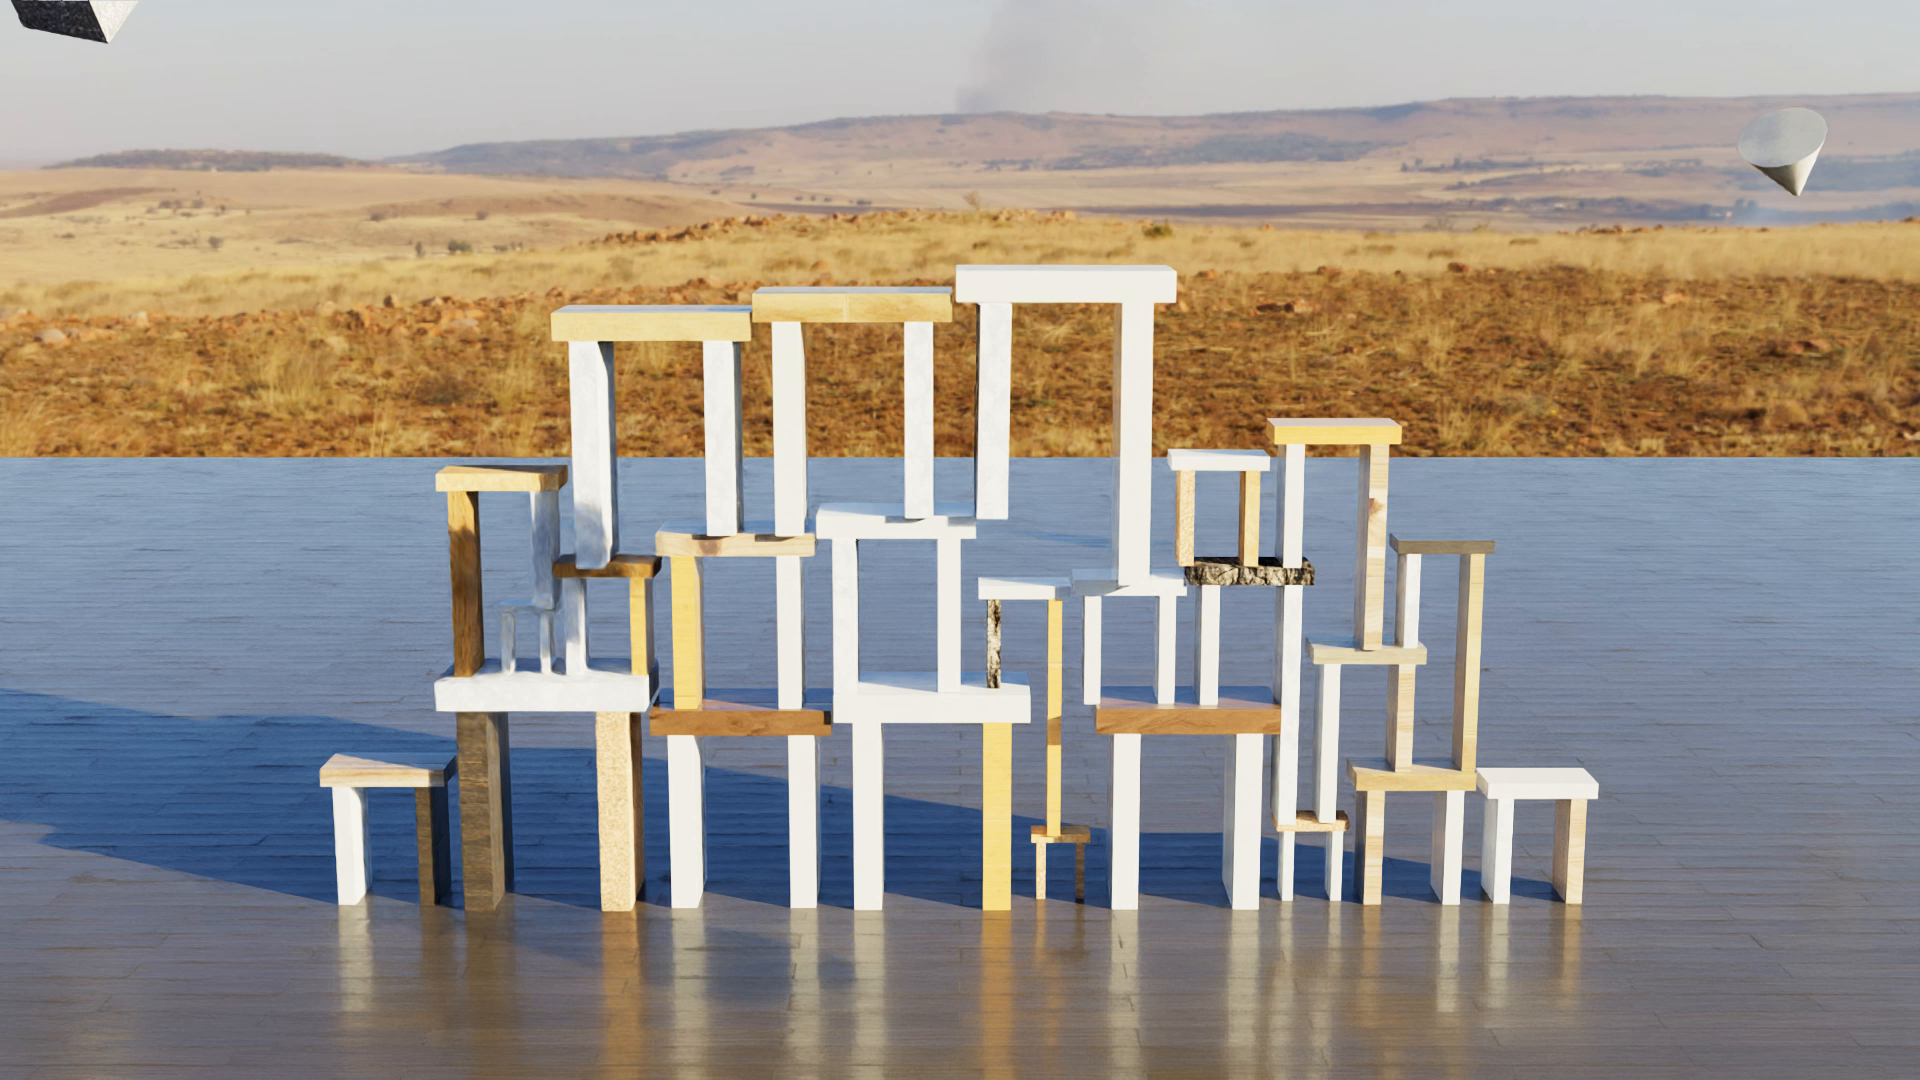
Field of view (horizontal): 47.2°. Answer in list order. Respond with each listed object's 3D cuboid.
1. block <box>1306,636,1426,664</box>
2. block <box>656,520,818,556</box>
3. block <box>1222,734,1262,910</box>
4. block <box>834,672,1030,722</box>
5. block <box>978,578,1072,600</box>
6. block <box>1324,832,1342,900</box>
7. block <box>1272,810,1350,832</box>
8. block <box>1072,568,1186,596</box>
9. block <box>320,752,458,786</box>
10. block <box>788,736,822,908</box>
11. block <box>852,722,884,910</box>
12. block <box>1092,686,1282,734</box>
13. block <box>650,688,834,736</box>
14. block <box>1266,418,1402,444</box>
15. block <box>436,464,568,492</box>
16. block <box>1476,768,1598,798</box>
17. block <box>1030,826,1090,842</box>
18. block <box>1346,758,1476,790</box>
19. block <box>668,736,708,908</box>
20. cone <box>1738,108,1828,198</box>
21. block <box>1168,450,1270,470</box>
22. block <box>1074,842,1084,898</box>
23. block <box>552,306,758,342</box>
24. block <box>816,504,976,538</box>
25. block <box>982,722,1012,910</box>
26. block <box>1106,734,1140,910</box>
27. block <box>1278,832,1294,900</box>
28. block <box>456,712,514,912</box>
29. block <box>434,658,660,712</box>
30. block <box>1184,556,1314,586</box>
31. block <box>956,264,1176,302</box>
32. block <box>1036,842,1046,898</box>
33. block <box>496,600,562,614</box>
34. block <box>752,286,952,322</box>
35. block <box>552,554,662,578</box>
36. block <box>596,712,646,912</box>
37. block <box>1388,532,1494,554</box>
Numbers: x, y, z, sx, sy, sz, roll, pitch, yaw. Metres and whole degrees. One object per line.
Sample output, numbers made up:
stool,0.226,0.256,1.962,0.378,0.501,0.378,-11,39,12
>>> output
block,0.663,0.180,3.597,0.182,0.026,0.091,0,11,0
block,-0.359,-0.003,3.562,0.252,0.036,0.126,0,11,0
block,0.467,0.445,3.641,0.042,0.296,0.148,0,11,0
block,-0.045,0.257,3.608,0.316,0.045,0.158,0,11,0
block,0.105,0.078,3.578,0.149,0.021,0.074,0,11,0
block,0.621,0.532,3.654,0.017,0.120,0.060,0,11,0
block,0.581,0.465,3.642,0.120,0.017,0.060,0,11,0
block,0.273,0.068,3.571,0.180,0.025,0.090,0,10,0
block,-0.940,0.378,3.627,0.202,0.029,0.101,0,11,0
block,-0.257,0.446,3.647,0.041,0.292,0.146,0,11,0
block,-0.150,0.435,3.641,0.045,0.316,0.158,0,11,0
block,0.368,0.279,3.610,0.296,0.042,0.148,0,11,0
block,-0.354,0.282,3.616,0.292,0.041,0.146,0,11,0
block,0.598,-0.175,3.526,0.200,0.028,0.100,0,11,0
block,-0.737,-0.100,3.545,0.193,0.027,0.097,0,10,-1
block,0.951,0.402,3.632,0.179,0.025,0.090,0,11,0
block,0.166,0.488,3.649,0.097,0.014,0.049,0,11,0
block,0.743,0.386,3.628,0.194,0.028,0.097,0,11,0
block,-0.451,0.446,3.647,0.041,0.292,0.146,0,11,0
cone,1.998,-0.894,5.289,0.202,0.202,0.202,-18,44,18
block,0.415,-0.129,3.539,0.156,0.022,0.078,0,11,0
block,0.199,0.542,3.659,0.014,0.097,0.049,0,11,0
block,-0.482,-0.345,3.496,0.309,0.044,0.154,0,11,-1
block,-0.102,-0.032,3.557,0.253,0.036,0.126,0,10,0
block,0.060,0.435,3.641,0.045,0.316,0.158,0,11,0
block,0.269,0.445,3.641,0.042,0.296,0.148,0,11,0
block,0.541,0.532,3.654,0.017,0.120,0.060,0,11,0
block,-0.784,0.425,3.639,0.048,0.336,0.168,0,11,0
block,-0.672,0.237,3.604,0.336,0.048,0.168,0,11,0
block,0.468,0.050,3.565,0.198,0.028,0.099,0,11,0
block,0.164,-0.407,3.484,0.340,0.048,0.170,0,10,0
block,0.134,0.542,3.659,0.014,0.097,0.049,0,11,0
block,-0.703,0.110,3.585,0.097,0.014,0.049,0,10,0
block,-0.168,-0.374,3.488,0.310,0.044,0.155,0,10,0
block,-0.572,0.042,3.570,0.162,0.023,0.081,0,11,1
block,-0.561,0.425,3.639,0.048,0.336,0.168,0,11,0
block,0.780,0.005,3.565,0.154,0.022,0.077,0,11,0
